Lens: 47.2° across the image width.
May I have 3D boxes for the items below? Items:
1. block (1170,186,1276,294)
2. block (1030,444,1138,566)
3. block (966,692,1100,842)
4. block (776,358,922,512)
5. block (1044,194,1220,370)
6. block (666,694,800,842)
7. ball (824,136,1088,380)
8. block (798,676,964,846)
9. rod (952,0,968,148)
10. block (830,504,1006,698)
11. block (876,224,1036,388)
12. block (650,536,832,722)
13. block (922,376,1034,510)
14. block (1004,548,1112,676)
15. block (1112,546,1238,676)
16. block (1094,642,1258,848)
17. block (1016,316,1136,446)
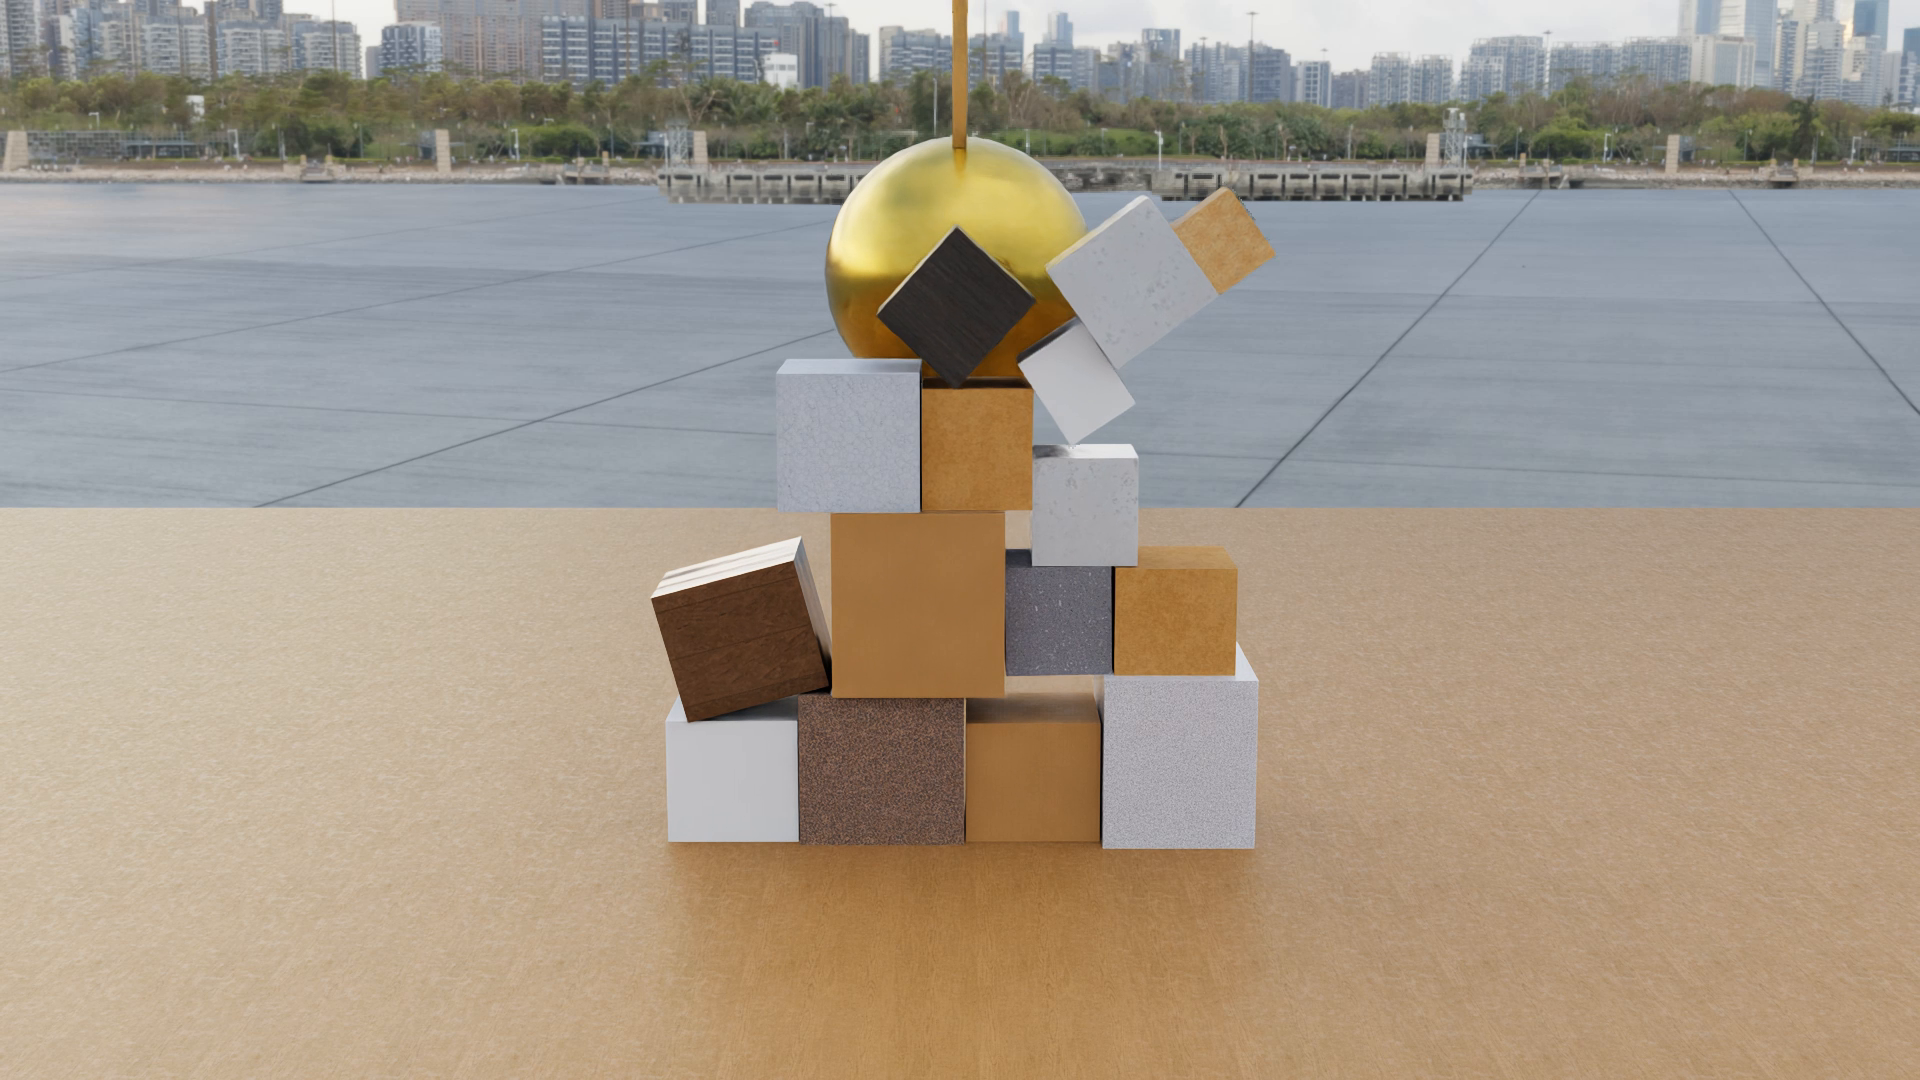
[{"bbox_3d":[1.290,-1.484,10.898,0.343,0.395,0.377,-36,8,7],"label":"block"},{"bbox_3d":[0.621,-0.182,11.133,0.523,0.542,0.506,0,10,0],"label":"block"},{"bbox_3d":[0.369,1.169,11.410,0.677,0.617,0.628,0,10,0],"label":"block"},{"bbox_3d":[-0.545,-0.537,11.094,0.698,0.683,0.739,0,10,0],"label":"block"},{"bbox_3d":[0.841,-1.292,10.926,0.607,0.584,0.693,-36,7,7],"label":"block"},{"bbox_3d":[-1.148,1.165,11.399,0.663,0.630,0.617,0,10,0],"label":"block"},{"bbox_3d":[0.000,-1.572,13.003,1.600,1.600,1.600,0,10,0],"label":"ball"},{"bbox_3d":[-0.393,1.092,11.387,0.827,0.777,0.728,0,10,0],"label":"block"},{"bbox_3d":[0.000,-4.500,11.276,0.080,5.200,0.080,0,31,0],"label":"rod"},{"bbox_3d":[-0.206,0.258,11.218,0.855,0.925,0.787,0,10,0],"label":"block"},{"bbox_3d":[-0.020,-1.174,10.957,0.528,0.582,0.579,42,7,-7],"label":"block"},{"bbox_3d":[-1.096,0.448,11.265,0.734,0.662,0.675,-15,10,2],"label":"block"},{"bbox_3d":[0.085,-0.494,11.089,0.546,0.600,0.582,0,10,0],"label":"block"},{"bbox_3d":[0.492,0.359,11.233,0.530,0.550,0.534,-1,10,0],"label":"block"},{"bbox_3d":[1.074,0.354,11.259,0.605,0.542,0.636,0,10,0],"label":"block"},{"bbox_3d":[1.098,1.047,11.388,0.762,0.866,0.861,0,10,0],"label":"block"},{"bbox_3d":[0.575,-0.806,11.009,0.380,0.483,0.452,-33,8,6],"label":"block"}]
